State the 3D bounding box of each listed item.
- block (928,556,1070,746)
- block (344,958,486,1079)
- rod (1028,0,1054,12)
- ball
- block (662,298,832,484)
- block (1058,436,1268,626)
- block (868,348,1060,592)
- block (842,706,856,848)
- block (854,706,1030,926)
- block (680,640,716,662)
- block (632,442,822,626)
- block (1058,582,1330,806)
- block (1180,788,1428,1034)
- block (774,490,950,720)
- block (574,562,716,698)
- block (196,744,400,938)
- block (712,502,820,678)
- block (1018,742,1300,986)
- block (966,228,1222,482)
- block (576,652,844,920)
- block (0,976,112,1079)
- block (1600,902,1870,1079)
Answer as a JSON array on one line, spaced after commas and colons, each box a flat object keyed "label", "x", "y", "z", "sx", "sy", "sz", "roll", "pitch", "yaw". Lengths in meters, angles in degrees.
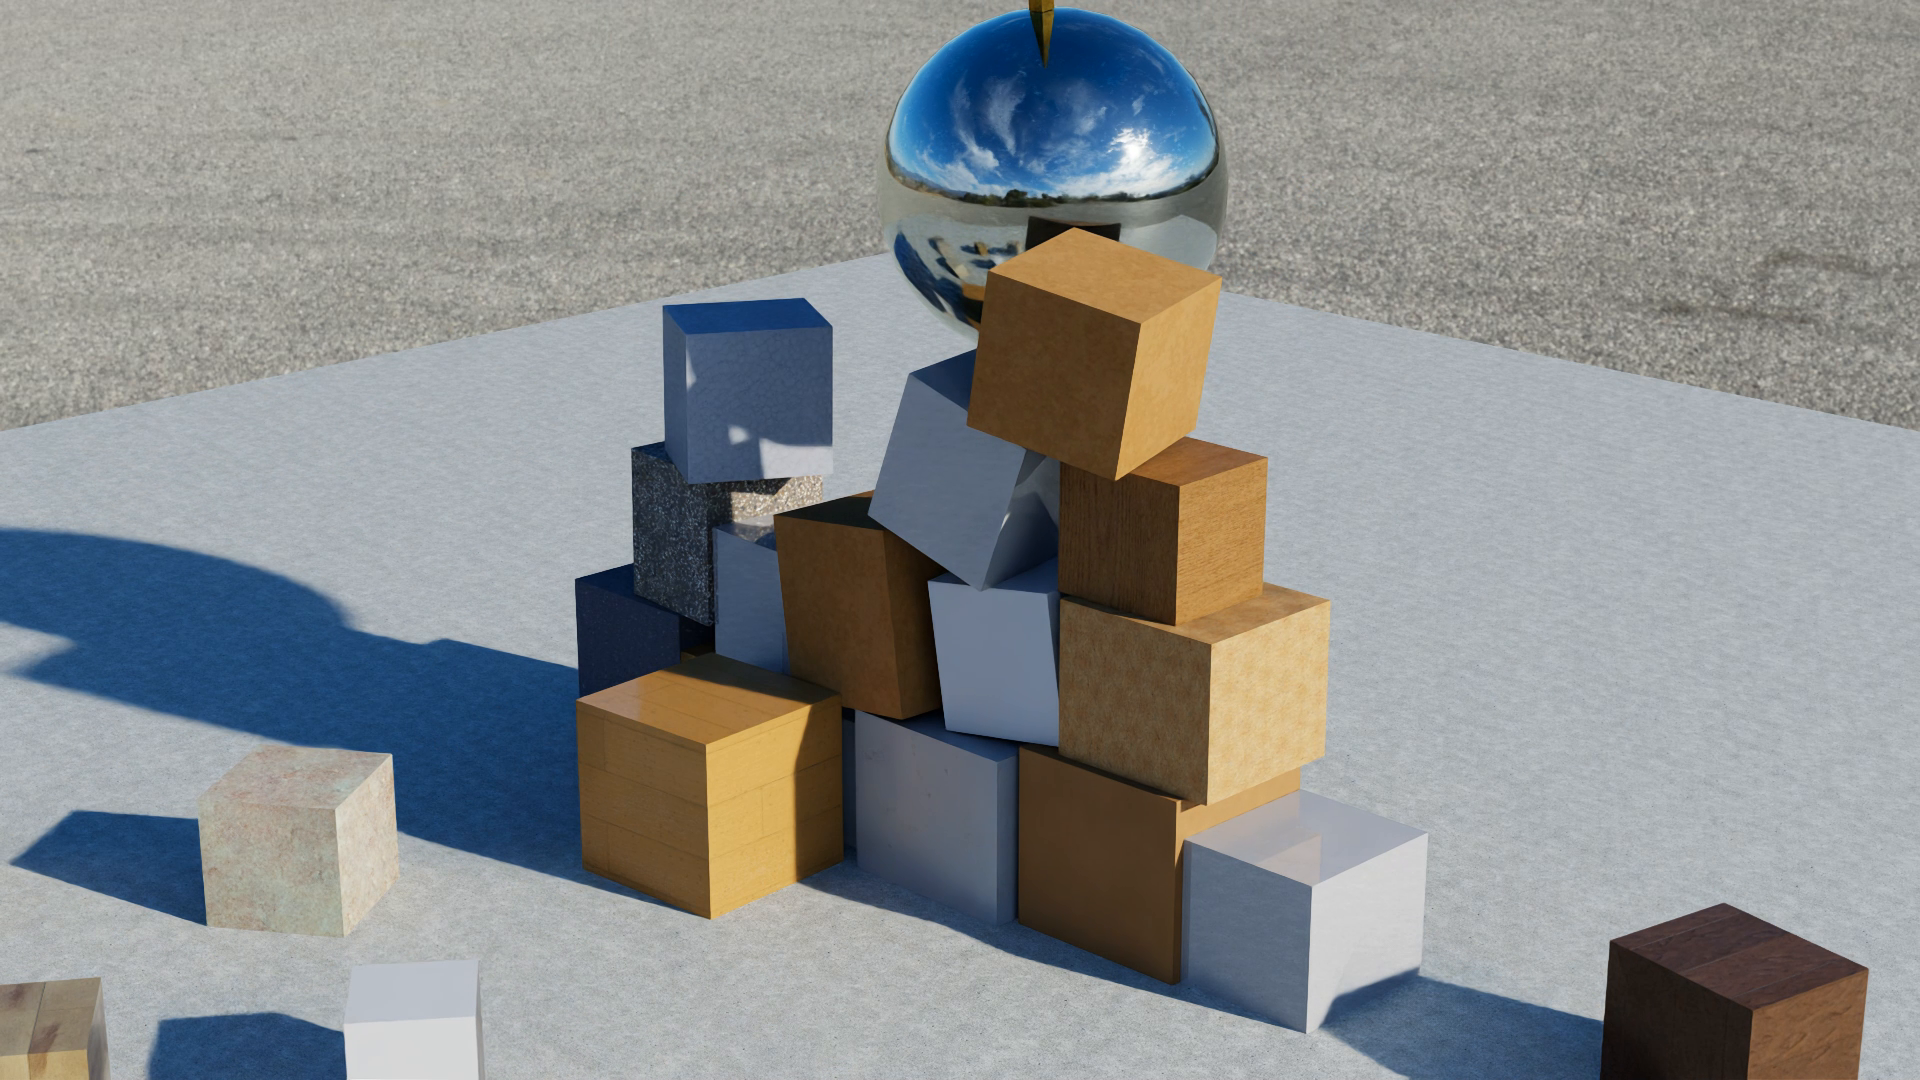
[{"label": "block", "x": 0.357, "y": 0.449, "z": 12.998, "sx": 0.659, "sy": 0.694, "sz": 0.658, "roll": 5, "pitch": 19, "yaw": 39}, {"label": "block", "x": -2.082, "y": 1.963, "z": 11.231, "sx": 0.483, "sy": 0.521, "sz": 0.498, "roll": -2, "pitch": 18, "yaw": -7}, {"label": "rod", "x": 0.181, "y": -4.762, "z": 12.035, "sx": 0.080, "sy": 5.200, "sz": 0.080, "roll": 17, "pitch": 30, "yaw": 42}, {"label": "ball", "x": 0.418, "y": -1.606, "z": 13.275, "sx": 1.600, "sy": 1.600, "sz": 1.600, "roll": 0, "pitch": 17, "yaw": 0}, {"label": "block", "x": -1.023, "y": -0.724, "z": 14.087, "sx": 0.702, "sy": 0.728, "sz": 0.587, "roll": -4, "pitch": 19, "yaw": -16}, {"label": "block", "x": 0.853, "y": -0.065, "z": 12.386, "sx": 0.649, "sy": 0.608, "sz": 0.579, "roll": 17, "pitch": 25, "yaw": 41}, {"label": "block", "x": 0.137, "y": -0.333, "z": 12.802, "sx": 0.664, "sy": 0.734, "sz": 0.658, "roll": 34, "pitch": 35, "yaw": 26}, {"label": "block", "x": -0.367, "y": 1.021, "z": 14.049, "sx": 0.749, "sy": 0.627, "sz": 0.715, "roll": -16, "pitch": 24, "yaw": -42}, {"label": "block", "x": 0.160, "y": 1.142, "z": 13.409, "sx": 0.890, "sy": 0.780, "sz": 0.912, "roll": -16, "pitch": 24, "yaw": -42}, {"label": "block", "x": -0.855, "y": 0.852, "z": 14.511, "sx": 0.790, "sy": 0.673, "sz": 0.664, "roll": -16, "pitch": 24, "yaw": -42}, {"label": "block", "x": -1.150, "y": -0.084, "z": 14.509, "sx": 0.702, "sy": 0.755, "sz": 0.627, "roll": -14, "pitch": 24, "yaw": -39}, {"label": "block", "x": 0.996, "y": 0.589, "z": 12.508, "sx": 0.829, "sy": 0.706, "sz": 0.786, "roll": 16, "pitch": 24, "yaw": 42}, {"label": "block", "x": 1.445, "y": 1.546, "z": 12.334, "sx": 0.677, "sy": 0.654, "sz": 0.776, "roll": 17, "pitch": 24, "yaw": 42}, {"label": "block", "x": -0.252, "y": 0.259, "z": 13.509, "sx": 0.811, "sy": 0.862, "sz": 0.801, "roll": -15, "pitch": 15, "yaw": -38}, {"label": "block", "x": -1.377, "y": 0.607, "z": 14.995, "sx": 0.809, "sy": 0.852, "sz": 0.828, "roll": -16, "pitch": 24, "yaw": -42}, {"label": "block", "x": -2.942, "y": 1.335, "z": 13.086, "sx": 0.639, "sy": 0.606, "sz": 0.663, "roll": 3, "pitch": 18, "yaw": 10}, {"label": "block", "x": -0.725, "y": 0.269, "z": 14.120, "sx": 0.661, "sy": 0.674, "sz": 0.647, "roll": -15, "pitch": 23, "yaw": -39}, {"label": "block", "x": 0.867, "y": 1.299, "z": 12.819, "sx": 0.889, "sy": 0.836, "sz": 0.835, "roll": 16, "pitch": 24, "yaw": 42}, {"label": "block", "x": 0.560, "y": -0.787, "z": 12.236, "sx": 0.718, "sy": 0.702, "sz": 0.716, "roll": 22, "pitch": 30, "yaw": 25}, {"label": "block", "x": -1.141, "y": 1.107, "z": 13.436, "sx": 0.847, "sy": 0.832, "sz": 0.855, "roll": 15, "pitch": 23, "yaw": 39}, {"label": "block", "x": -3.485, "y": 2.044, "z": 10.827, "sx": 0.606, "sy": 0.607, "sz": 0.597, "roll": -3, "pitch": 18, "yaw": -10}, {"label": "block", "x": 2.965, "y": 1.886, "z": 11.270, "sx": 0.634, "sy": 0.644, "sz": 0.718, "roll": -11, "pitch": 21, "yaw": -32}]
